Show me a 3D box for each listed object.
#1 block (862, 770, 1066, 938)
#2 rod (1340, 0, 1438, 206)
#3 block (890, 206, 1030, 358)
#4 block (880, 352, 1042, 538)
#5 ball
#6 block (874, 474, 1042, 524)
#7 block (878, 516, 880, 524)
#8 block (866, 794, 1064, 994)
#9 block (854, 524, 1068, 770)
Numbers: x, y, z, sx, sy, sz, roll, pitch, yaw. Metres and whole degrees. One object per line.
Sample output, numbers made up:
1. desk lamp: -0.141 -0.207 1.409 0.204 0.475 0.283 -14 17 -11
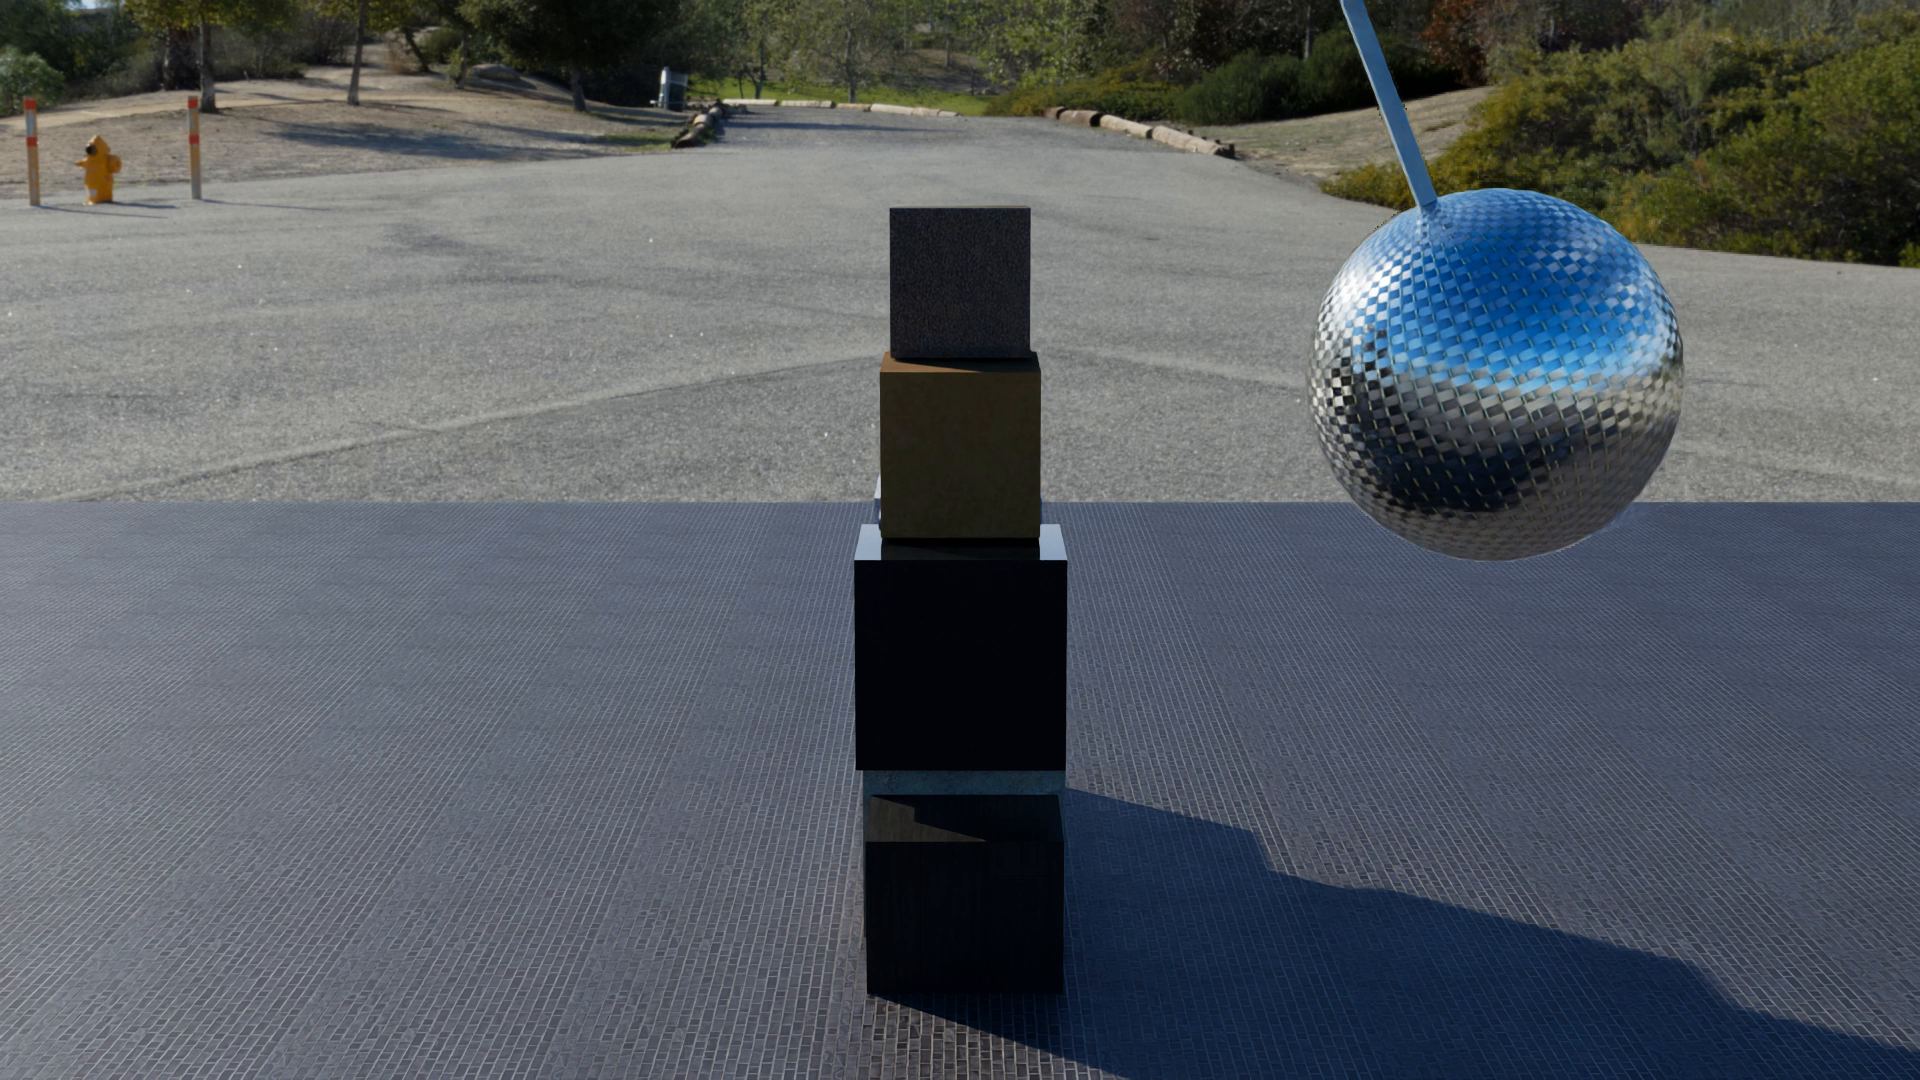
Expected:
1. block: 0.016 1.181 10.949 0.826 0.760 0.916 0 10 0
2. rod: 0.994 -3.801 10.489 0.080 5.200 0.080 -22 10 4
3. block: 0.001 -1.113 10.968 0.583 0.618 0.654 0 8 0
4. block: 0.002 -0.410 10.756 0.651 0.680 0.697 0 11 0
5. ball: 2.295 -0.710 11.051 1.600 1.600 1.600 0 10 0
6. block: -0.008 0.087 11.924 0.754 0.690 0.721 0 10 0
7. block: -0.010 0.199 11.257 0.672 0.709 0.601 0 11 0
8. block: 0.019 1.396 10.184 0.759 0.610 0.646 0 10 0
9. block: 0.003 0.428 10.576 0.840 0.855 0.812 0 10 0
